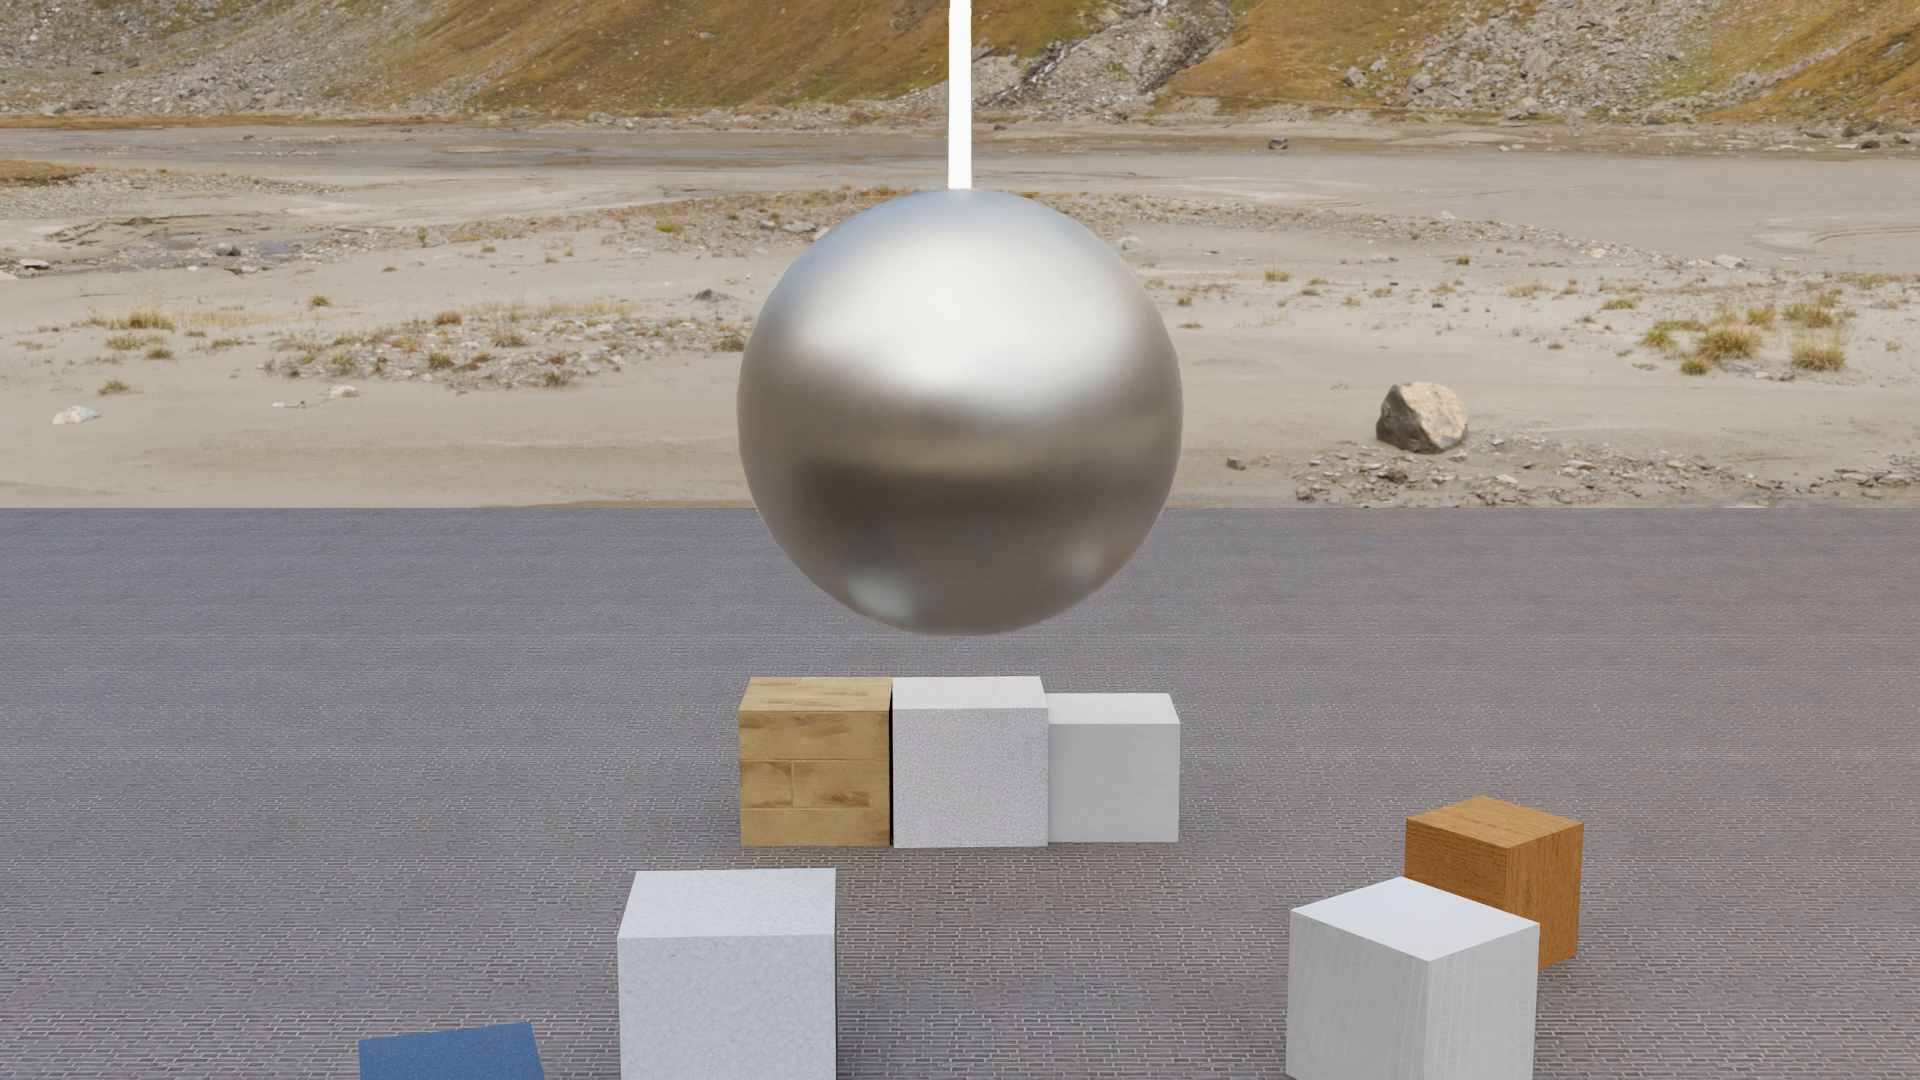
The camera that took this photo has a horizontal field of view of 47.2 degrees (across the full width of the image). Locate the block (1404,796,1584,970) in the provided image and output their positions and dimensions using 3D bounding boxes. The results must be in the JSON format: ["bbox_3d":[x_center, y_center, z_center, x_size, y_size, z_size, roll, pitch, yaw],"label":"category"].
[{"bbox_3d":[2.318,1.511,9.584,0.535,0.598,0.534,-8,13,-39],"label":"block"}]

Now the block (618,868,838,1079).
[{"bbox_3d":[-0.850,1.696,8.241,0.770,0.715,0.725,0,10,-3],"label":"block"}]

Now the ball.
[{"bbox_3d":[0.000,-0.451,7.872,1.600,1.600,1.600,0,10,0],"label":"ball"}]

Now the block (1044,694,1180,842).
[{"bbox_3d":[0.773,1.171,11.392,0.666,0.619,0.615,0,10,0],"label":"block"}]

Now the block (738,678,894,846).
[{"bbox_3d":[-0.730,1.134,11.367,0.751,0.703,0.696,0,10,0],"label":"block"}]

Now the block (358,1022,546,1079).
[{"bbox_3d":[-1.677,1.978,7.285,0.575,0.501,0.605,-3,11,-16],"label":"block"}]

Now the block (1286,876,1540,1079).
[{"bbox_3d":[1.691,1.725,8.247,0.622,0.656,0.667,-8,13,-37],"label":"block"}]

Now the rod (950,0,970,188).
[{"bbox_3d":[0.000,-3.612,9.126,0.080,5.200,0.080,0,-22,0],"label":"rod"}]

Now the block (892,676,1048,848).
[{"bbox_3d":[0.043,1.133,11.323,0.774,0.719,0.653,0,10,-2],"label":"block"}]
